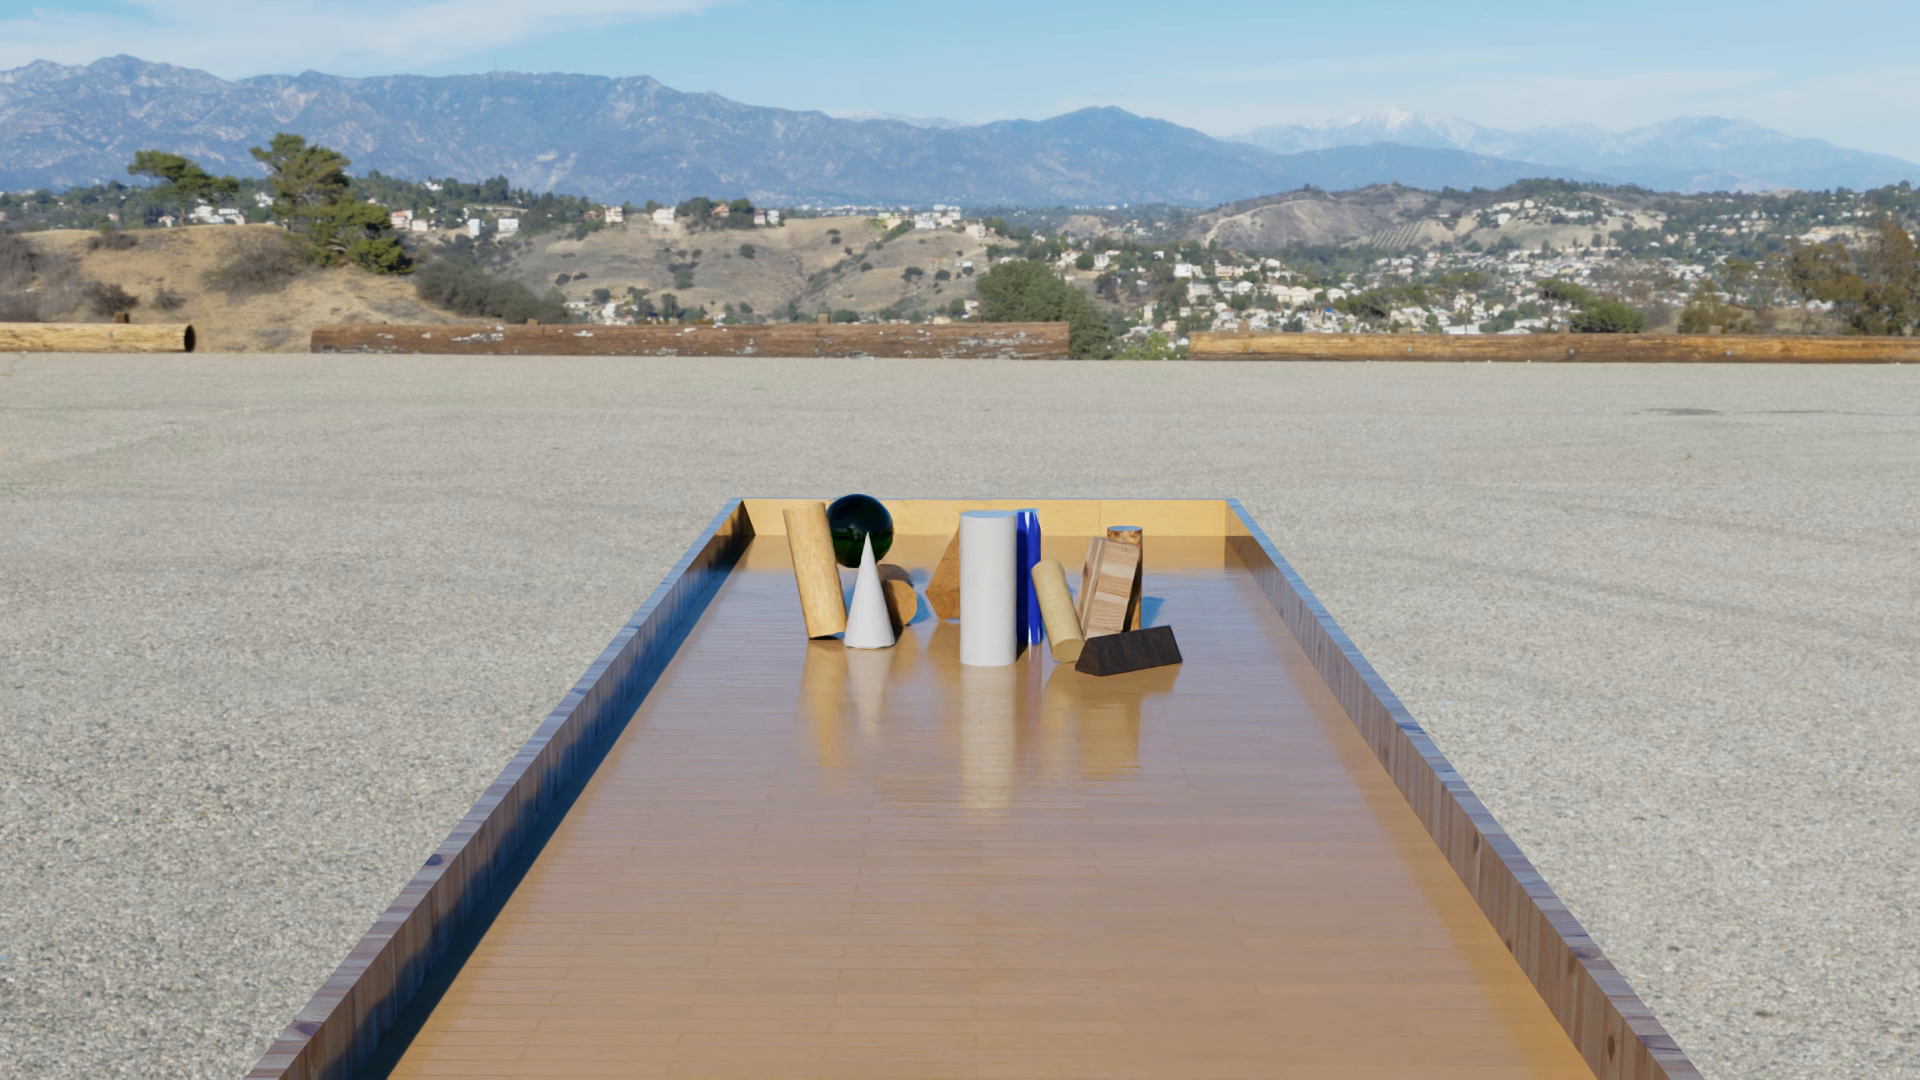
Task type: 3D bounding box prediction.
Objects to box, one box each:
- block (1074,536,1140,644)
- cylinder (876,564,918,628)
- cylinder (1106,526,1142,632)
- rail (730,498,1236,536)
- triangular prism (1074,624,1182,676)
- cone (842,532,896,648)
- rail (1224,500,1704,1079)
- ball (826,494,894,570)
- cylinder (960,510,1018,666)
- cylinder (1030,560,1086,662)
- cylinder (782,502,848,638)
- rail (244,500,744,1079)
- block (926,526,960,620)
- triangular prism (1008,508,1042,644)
[{"bbox_3d":[0.438,0.176,6.722,0.115,0.351,0.115,11,4,-23],"label":"block"},{"bbox_3d":[-0.232,0.183,7.340,0.161,0.161,0.320,-1,9,-5],"label":"cylinder"},{"bbox_3d":[0.515,0.146,6.902,0.112,0.371,0.112,0,9,0],"label":"cylinder"},{"bbox_3d":[0.099,-0.098,9.147,2.100,0.150,0.050,0,9,1],"label":"rail"},{"bbox_3d":[0.508,0.325,6.603,0.328,0.105,0.121,-7,11,-38],"label":"triangular prism"},{"bbox_3d":[-0.288,0.147,6.913,0.167,0.360,0.167,-1,7,0],"label":"cone"},{"bbox_3d":[1.046,0.843,3.208,0.050,0.150,12.000,0,9,1],"label":"rail"},{"bbox_3d":[-0.353,-0.029,7.523,0.258,0.258,0.258,0,9,0],"label":"ball"},{"bbox_3d":[0.086,0.144,6.660,0.173,0.451,0.173,0,9,0],"label":"cylinder"},{"bbox_3d":[0.299,0.216,6.745,0.104,0.104,0.342,-2,44,-11],"label":"cylinder"},{"bbox_3d":[-0.458,0.095,7.016,0.137,0.415,0.137,-11,1,0],"label":"cylinder"},{"bbox_3d":[-1.004,0.839,3.234,0.050,0.150,12.000,0,9,1],"label":"rail"},{"bbox_3d":[0.025,0.087,7.406,0.123,0.123,0.396,-7,36,30],"label":"block"},{"bbox_3d":[0.220,0.111,6.979,0.140,0.413,0.121,3,7,36],"label":"triangular prism"}]
